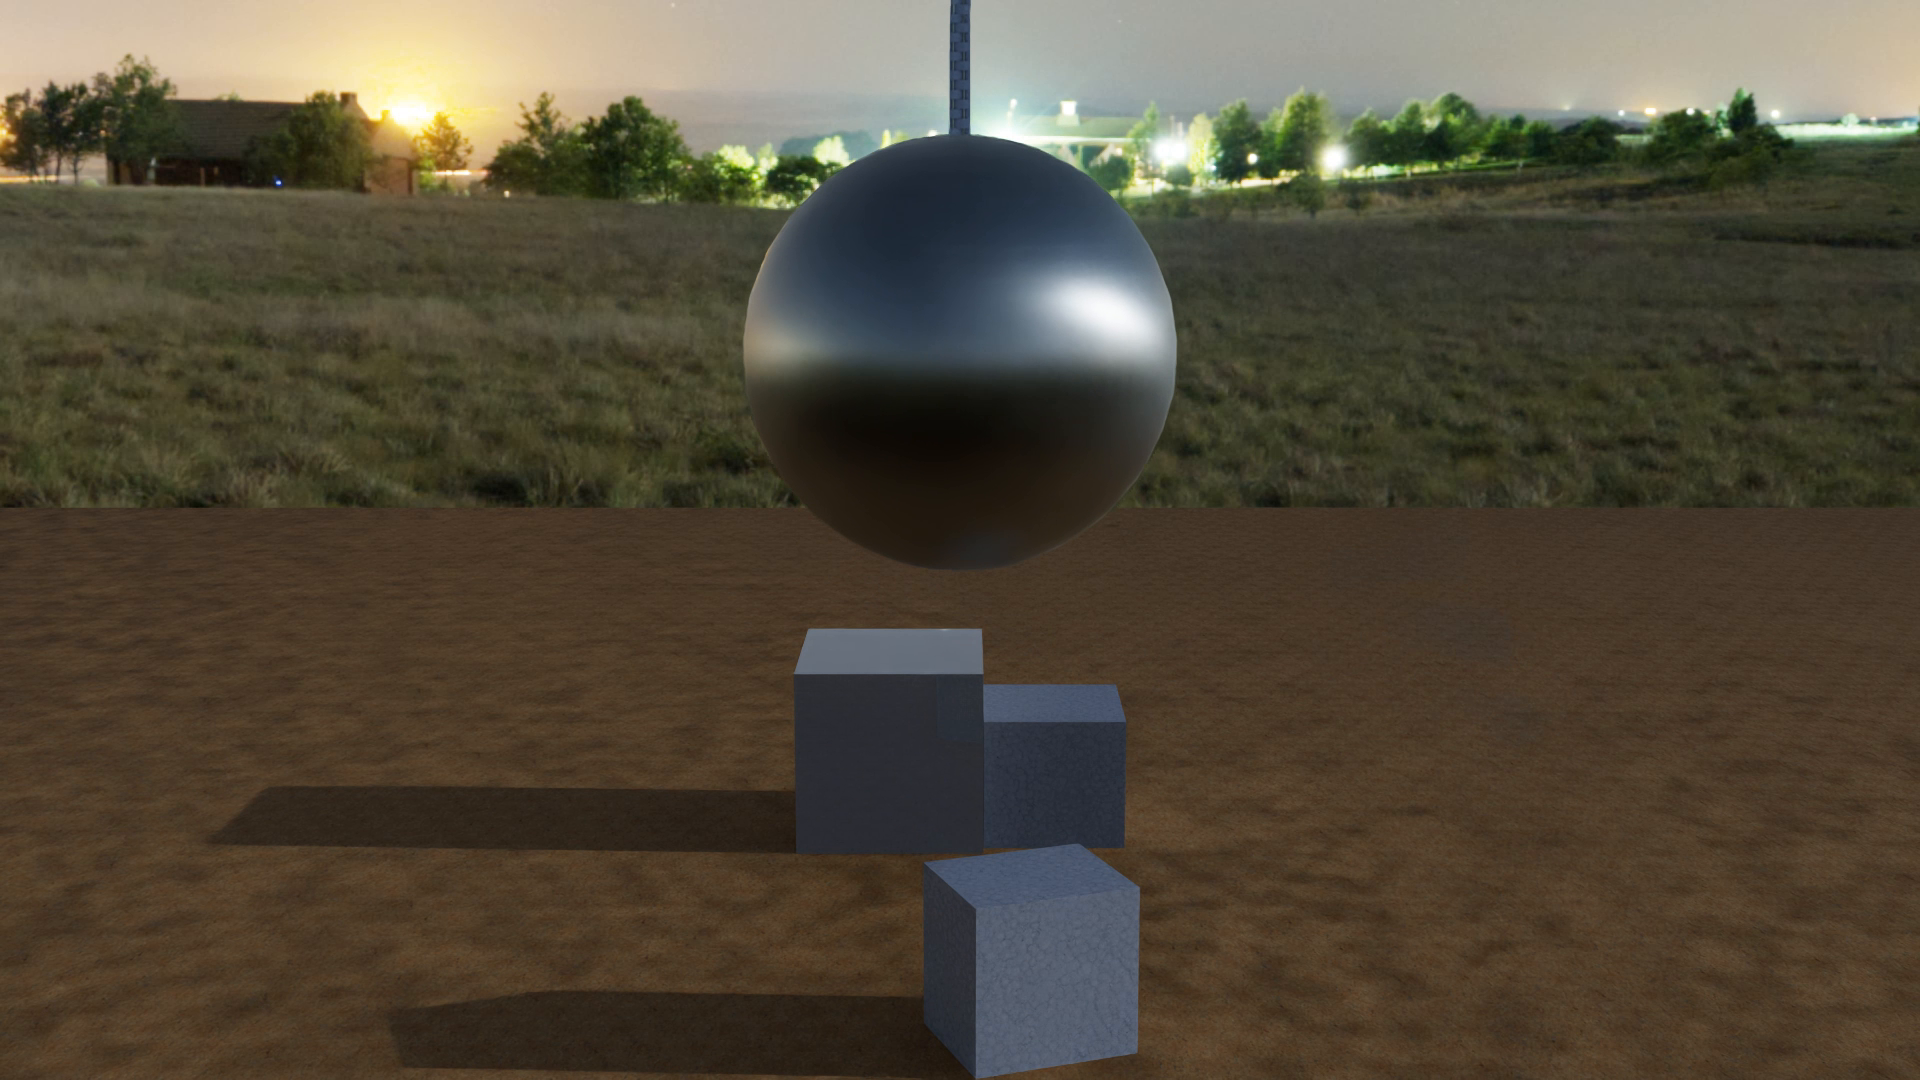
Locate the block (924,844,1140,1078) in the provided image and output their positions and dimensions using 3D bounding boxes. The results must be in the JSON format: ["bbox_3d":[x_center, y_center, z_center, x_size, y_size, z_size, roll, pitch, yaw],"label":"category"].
[{"bbox_3d":[0.272,1.640,8.655,0.676,0.676,0.577,-4,11,-21],"label":"block"}]

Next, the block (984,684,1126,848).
[{"bbox_3d":[0.473,1.158,11.369,0.709,0.654,0.768,0,10,0],"label":"block"}]

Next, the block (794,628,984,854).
[{"bbox_3d":[-0.349,1.020,11.384,0.931,0.920,1.020,0,10,0],"label":"block"}]

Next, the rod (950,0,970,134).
[{"bbox_3d":[0.000,-3.912,9.196,0.080,5.200,0.080,0,-18,0],"label":"rod"}]

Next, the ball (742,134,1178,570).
[{"bbox_3d":[0.000,-0.688,8.118,1.600,1.600,1.600,0,10,0],"label":"ball"}]
